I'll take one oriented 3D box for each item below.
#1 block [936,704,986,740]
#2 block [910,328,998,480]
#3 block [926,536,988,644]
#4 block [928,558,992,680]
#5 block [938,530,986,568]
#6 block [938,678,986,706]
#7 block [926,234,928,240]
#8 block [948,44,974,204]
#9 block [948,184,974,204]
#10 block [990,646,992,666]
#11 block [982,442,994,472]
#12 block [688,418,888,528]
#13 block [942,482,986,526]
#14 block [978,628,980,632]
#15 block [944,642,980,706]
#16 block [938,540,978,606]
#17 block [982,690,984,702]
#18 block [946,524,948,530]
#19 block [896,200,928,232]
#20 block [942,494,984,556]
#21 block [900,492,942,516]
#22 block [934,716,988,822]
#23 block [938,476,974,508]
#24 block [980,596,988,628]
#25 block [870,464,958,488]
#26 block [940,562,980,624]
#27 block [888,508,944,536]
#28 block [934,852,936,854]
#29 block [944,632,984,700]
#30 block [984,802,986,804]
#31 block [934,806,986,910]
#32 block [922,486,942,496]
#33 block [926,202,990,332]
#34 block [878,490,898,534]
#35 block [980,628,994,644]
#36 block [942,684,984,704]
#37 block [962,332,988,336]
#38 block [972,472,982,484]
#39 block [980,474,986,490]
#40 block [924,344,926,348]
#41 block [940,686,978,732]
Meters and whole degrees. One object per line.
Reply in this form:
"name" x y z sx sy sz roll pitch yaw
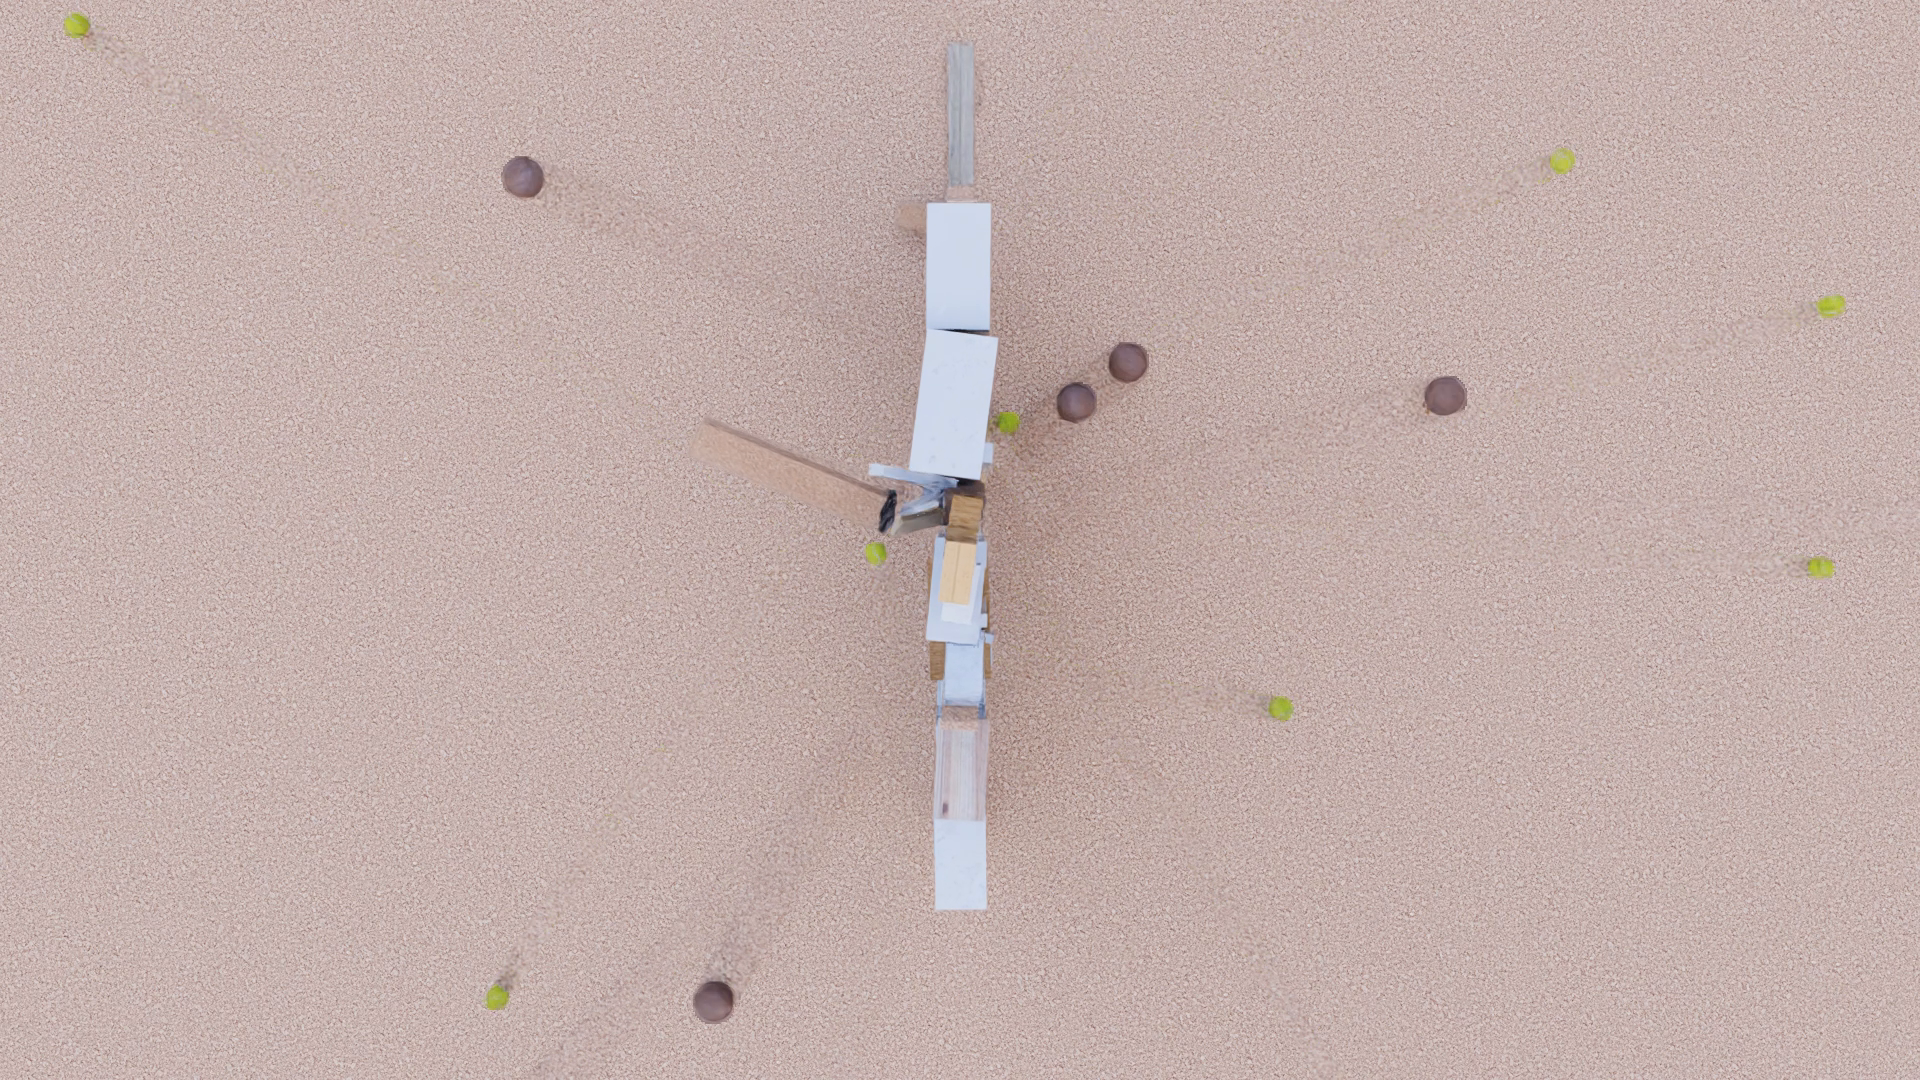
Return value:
"block" 0.004 0.506 4.608 0.137 0.274 0.039 -2 96 0
"block" -0.016 -0.340 4.150 0.179 0.051 0.358 7 90 0
"block" -0.009 0.137 4.459 0.140 0.040 0.279 5 89 0
"block" -0.002 0.227 4.785 0.176 0.050 0.351 -1 90 0
"block" 0.003 0.024 4.804 0.140 0.646 0.040 0 96 0
"block" 0.003 0.396 5.182 0.149 0.042 0.297 -1 90 0
"block" -0.004 -0.791 4.614 0.160 0.798 0.045 2 90 0
"block" 0.004 -1.307 5.462 0.081 0.023 0.650 0 94 -3
"block" 0.008 -1.089 5.455 0.081 0.023 0.163 -7 95 -2
"block" 0.006 0.343 4.985 0.176 0.351 0.050 0 90 0
"block" -0.006 -0.224 4.422 0.179 0.494 0.051 3 90 0
"block" -0.498 -0.194 4.815 0.578 0.033 0.117 22 121 -14
"block" 0.010 -0.103 4.796 0.117 0.233 0.033 -9 73 -4
"block" 0.009 0.322 4.564 0.091 0.026 0.183 2 90 0
"block" 0.007 0.357 4.483 0.098 0.028 0.196 2 55 0
"block" -0.007 0.087 4.388 0.082 0.023 0.165 8 97 1
"block" 0.008 0.455 4.916 0.119 0.272 0.034 -2 90 0
"block" 0.004 -0.032 5.300 0.093 0.026 0.186 0 90 0
"block" -0.123 -1.066 5.468 0.163 0.023 0.081 15 124 0
"block" 0.008 -0.034 4.433 0.082 0.023 0.165 10 86 -1
"block" -0.116 -0.107 4.915 0.126 0.063 0.018 -18 113 19
"block" 0.003 0.616 4.452 0.137 0.039 0.274 3 90 0
"block" -0.006 -0.182 4.942 0.090 0.026 0.181 8 89 0
"block" 0.004 0.200 4.619 0.139 0.279 0.040 1 98 0
"block" -0.135 -0.184 4.827 0.233 0.117 0.033 10 90 -23
"block" 0.002 0.139 4.417 0.082 0.023 0.165 9 97 0
"block" -0.112 -0.058 4.983 0.018 0.322 0.063 43 114 16
"block" -0.009 0.798 4.877 0.131 0.037 0.261 1 90 0
"block" 0.012 0.338 4.463 0.098 0.028 0.196 3 55 0
"block" 0.001 0.702 4.665 0.137 0.386 0.039 6 94 0
"block" 0.001 0.877 4.559 0.140 0.040 0.280 -1 90 0
"block" -0.070 -0.142 5.045 0.090 0.181 0.026 32 85 0
"block" -0.004 -0.692 4.192 0.160 0.045 0.319 0 90 0
"block" -0.213 -0.085 4.890 0.018 0.126 0.063 24 133 -20
"block" 0.049 0.263 4.668 0.091 0.183 0.026 16 91 0
"block" 0.007 0.535 4.763 0.119 0.034 0.238 0 90 0
"block" -0.002 -0.584 4.374 0.160 0.320 0.045 3 90 0
"block" -0.007 -0.288 5.160 0.159 0.045 0.318 4 90 0
"block" 0.001 -0.184 5.341 0.159 0.318 0.045 0 90 0
"block" 0.001 -0.481 4.355 0.179 0.358 0.051 16 90 0
"block" 0.000 0.450 4.460 0.098 0.196 0.028 3 116 0
